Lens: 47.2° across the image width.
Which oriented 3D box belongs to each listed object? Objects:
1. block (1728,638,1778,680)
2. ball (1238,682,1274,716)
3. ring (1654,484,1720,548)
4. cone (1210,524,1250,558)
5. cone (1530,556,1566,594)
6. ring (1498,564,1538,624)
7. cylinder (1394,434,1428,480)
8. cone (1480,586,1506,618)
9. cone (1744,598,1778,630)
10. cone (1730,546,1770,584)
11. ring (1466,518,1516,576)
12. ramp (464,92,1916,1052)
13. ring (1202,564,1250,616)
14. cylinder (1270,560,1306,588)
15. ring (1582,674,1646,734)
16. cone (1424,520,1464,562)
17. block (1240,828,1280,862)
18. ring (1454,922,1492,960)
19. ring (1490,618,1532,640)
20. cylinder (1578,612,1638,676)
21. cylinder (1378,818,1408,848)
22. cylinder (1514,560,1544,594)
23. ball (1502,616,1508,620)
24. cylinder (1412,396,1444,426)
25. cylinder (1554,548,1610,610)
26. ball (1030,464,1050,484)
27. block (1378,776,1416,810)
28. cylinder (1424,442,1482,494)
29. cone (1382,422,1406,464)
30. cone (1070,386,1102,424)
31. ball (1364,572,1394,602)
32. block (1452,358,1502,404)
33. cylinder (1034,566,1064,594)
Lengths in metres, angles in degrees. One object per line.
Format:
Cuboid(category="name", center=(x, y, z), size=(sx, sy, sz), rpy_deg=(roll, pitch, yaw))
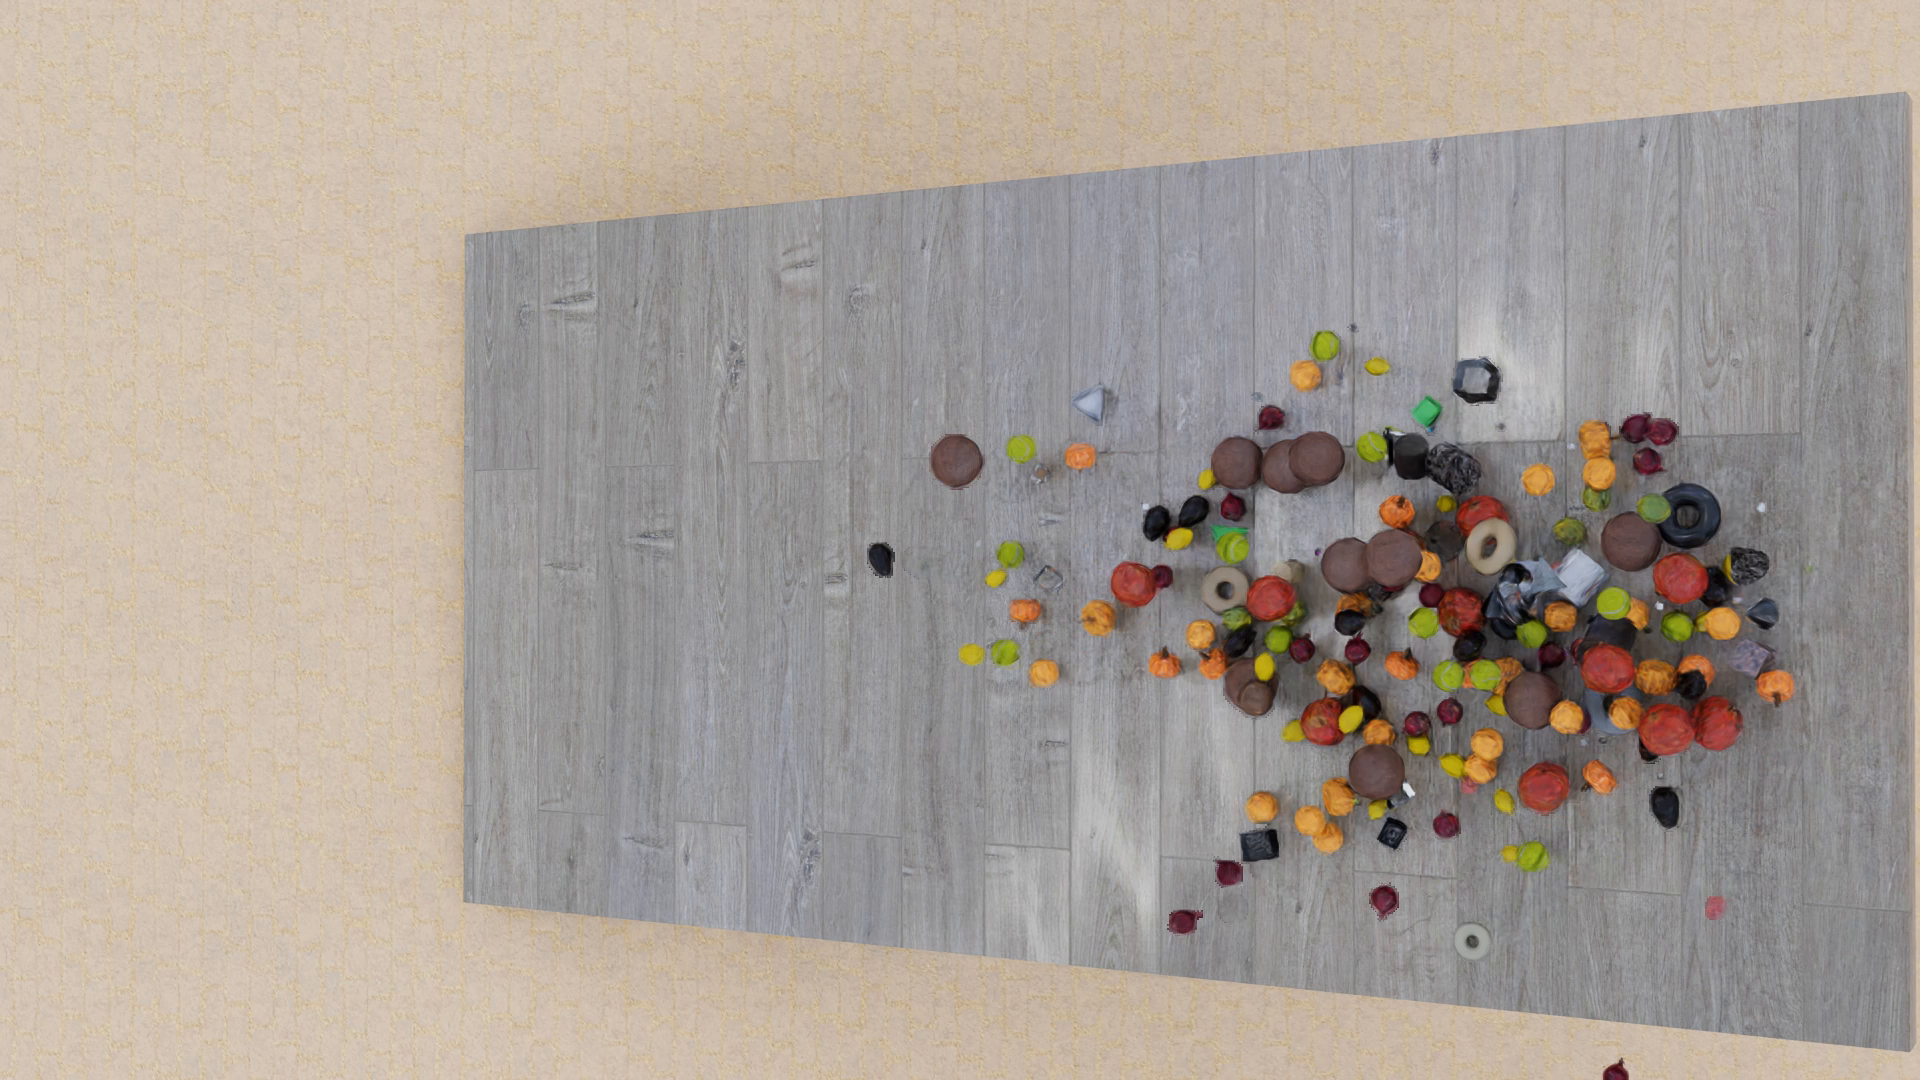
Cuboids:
Cuboid(category="block", center=(1.695, 0.254, 4.695), size=(0.064, 0.064, 0.064), rpy_deg=(31, 105, 36))
Cuboid(category="ball", center=(0.691, 0.372, 5.140), size=(0.084, 0.084, 0.084), rpy_deg=(0, 89, 0))
Cuboid(category="ring", center=(1.579, -0.052, 4.778), size=(0.143, 0.048, 0.143), rpy_deg=(-3, 85, 32))
Cuboid(category="cone", center=(0.662, -0.012, 5.318), size=(0.085, 0.085, 0.085), rpy_deg=(-21, 89, 1))
Cuboid(category="cone", center=(1.250, 0.070, 4.705), size=(0.079, 0.079, 0.079), rpy_deg=(-11, 85, 0))
Cuboid(category="ring", center=(1.226, 0.119, 4.831), size=(0.046, 0.137, 0.137), rpy_deg=(-12, 89, 37))
Cuboid(category="cylinder", center=(1.034, -0.190, 5.035), size=(0.075, 0.075, 0.075), rpy_deg=(-14, 133, 0))
Cuboid(category="cone", center=(1.180, 0.127, 4.844), size=(0.067, 0.067, 0.067), rpy_deg=(-6, 115, 0))
Cuboid(category="cone", center=(1.693, 0.157, 4.686), size=(0.067, 0.067, 0.067), rpy_deg=(3, 89, -30))
Cuboid(category="cone", center=(1.664, 0.037, 4.688), size=(0.086, 0.086, 0.086), rpy_deg=(-6, 123, -9))
Cuboid(category="ring", center=(1.176, 0.015, 4.872), size=(0.043, 0.130, 0.130), rpy_deg=(17, 89, -36))
Cuboid(category="ramp", center=(0.269, 0.074, 5.625), size=(4.000, 0.100, 2.000), rpy_deg=(0, 89, 30))
Cuboid(category="ring", center=(0.645, 0.123, 5.325), size=(0.126, 0.042, 0.126), rpy_deg=(0, 90, 29))
Cuboid(category="cylinder", center=(0.776, 0.080, 5.206), size=(0.060, 0.060, 0.060), rpy_deg=(4, 96, 38))
Cuboid(category="ring", center=(1.442, 0.362, 4.850), size=(0.137, 0.046, 0.137), rpy_deg=(-1, 88, 20))
Cuboid(category="cone", center=(1.093, 0.002, 5.034), size=(0.096, 0.096, 0.096), rpy_deg=(0, 89, 30))
Cuboid(category="block", center=(0.717, 0.730, 5.262), size=(0.066, 0.066, 0.066), rpy_deg=(-11, 84, 30))
Cuboid(category="ring", center=(1.171, 0.916, 5.019), size=(0.086, 0.029, 0.086), rpy_deg=(0, 91, 30))
Cuboid(category="ring", center=(1.245, 0.179, 4.966), size=(0.094, 0.031, 0.094), rpy_deg=(-1, 82, 6))
Cuboid(category="cylinder", center=(1.412, 0.226, 4.795), size=(0.099, 0.099, 0.099), rpy_deg=(39, 53, 0))
Cuboid(category="cylinder", center=(1.004, 0.680, 5.103), size=(0.052, 0.052, 0.052), rpy_deg=(23, 106, 0))
Cuboid(category="cylinder", center=(1.275, 0.085, 4.936), size=(0.066, 0.066, 0.066), rpy_deg=(2, 77, 0))
Cuboid(category="ball", center=(1.224, 0.152, 4.927), size=(0.054, 0.054, 0.054), rpy_deg=(0, 89, 0))
Cuboid(category="cylinder", center=(1.078, -0.297, 5.069), size=(0.051, 0.051, 0.051), rpy_deg=(41, 115, 0))
Cuboid(category="cylinder", center=(1.361, 0.084, 4.853), size=(0.098, 0.098, 0.098), rpy_deg=(39, 96, 0))
Cuboid(category="ball", center=(0.204, -0.168, 5.569), size=(0.050, 0.050, 0.050), rpy_deg=(0, 89, 0))
Cuboid(category="block", center=(1.012, 0.585, 5.098), size=(0.053, 0.053, 0.053), rpy_deg=(-40, 71, 27))
Cuboid(category="cylinder", center=(1.116, -0.162, 4.982), size=(0.092, 0.092, 0.092), rpy_deg=(-8, 115, -18))
Cuboid(category="cone", center=(1.037, -0.219, 5.098), size=(0.096, 0.096, 0.096), rpy_deg=(7, 89, 21))
Cuboid(category="cone", center=(0.335, -0.326, 5.505), size=(0.090, 0.090, 0.090), rpy_deg=(-27, 102, 0))
Cuboid(category="ball", center=(0.974, 0.108, 5.115), size=(0.070, 0.070, 0.070), rpy_deg=(0, 89, 0))
Cuboid(category="block", center=(1.169, -0.360, 4.977), size=(0.072, 0.072, 0.072), rpy_deg=(32, 65, -41))
Cuboid(category="cylinder", center=(0.225, 0.099, 5.520), size=(0.054, 0.054, 0.054), rpy_deg=(39, 90, 11))
